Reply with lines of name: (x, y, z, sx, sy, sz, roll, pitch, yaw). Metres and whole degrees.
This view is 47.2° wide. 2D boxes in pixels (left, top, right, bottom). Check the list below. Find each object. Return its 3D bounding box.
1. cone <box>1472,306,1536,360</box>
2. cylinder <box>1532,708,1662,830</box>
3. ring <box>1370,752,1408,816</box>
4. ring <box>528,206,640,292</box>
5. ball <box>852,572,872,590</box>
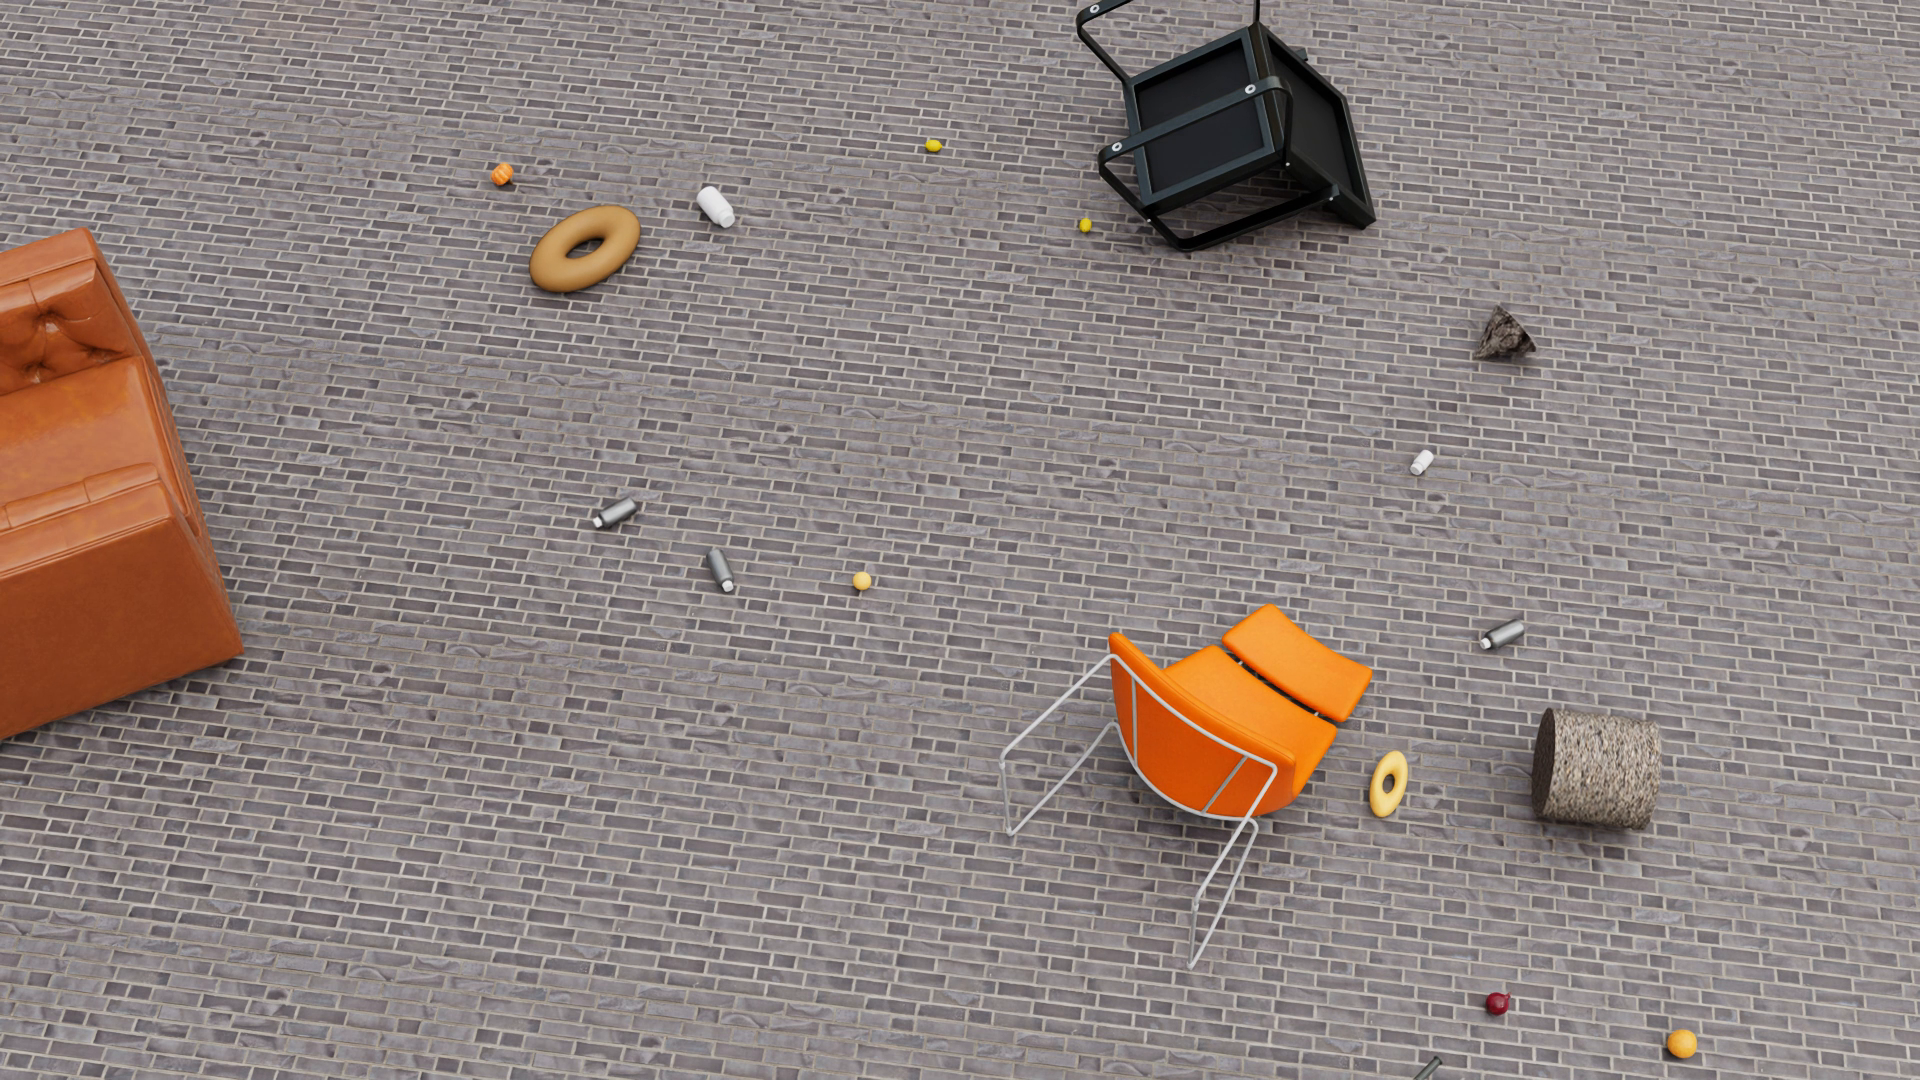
cone: (1.688, -0.619, 6.950, 0.171, 0.133, 0.215, -36, 49, 3)
cylinder: (1.726, 0.622, 5.978, 0.278, 0.296, 0.297, 7, 82, 5)
ring: (1.186, 0.675, 6.087, 0.095, 0.057, 0.213, 16, 57, 12)
ring: (-1.218, -0.947, 7.148, 0.413, 0.104, 0.266, -39, 63, -22)
ball: (-0.288, 0.120, 6.460, 0.055, 0.055, 0.055, 0, 56, 0)
